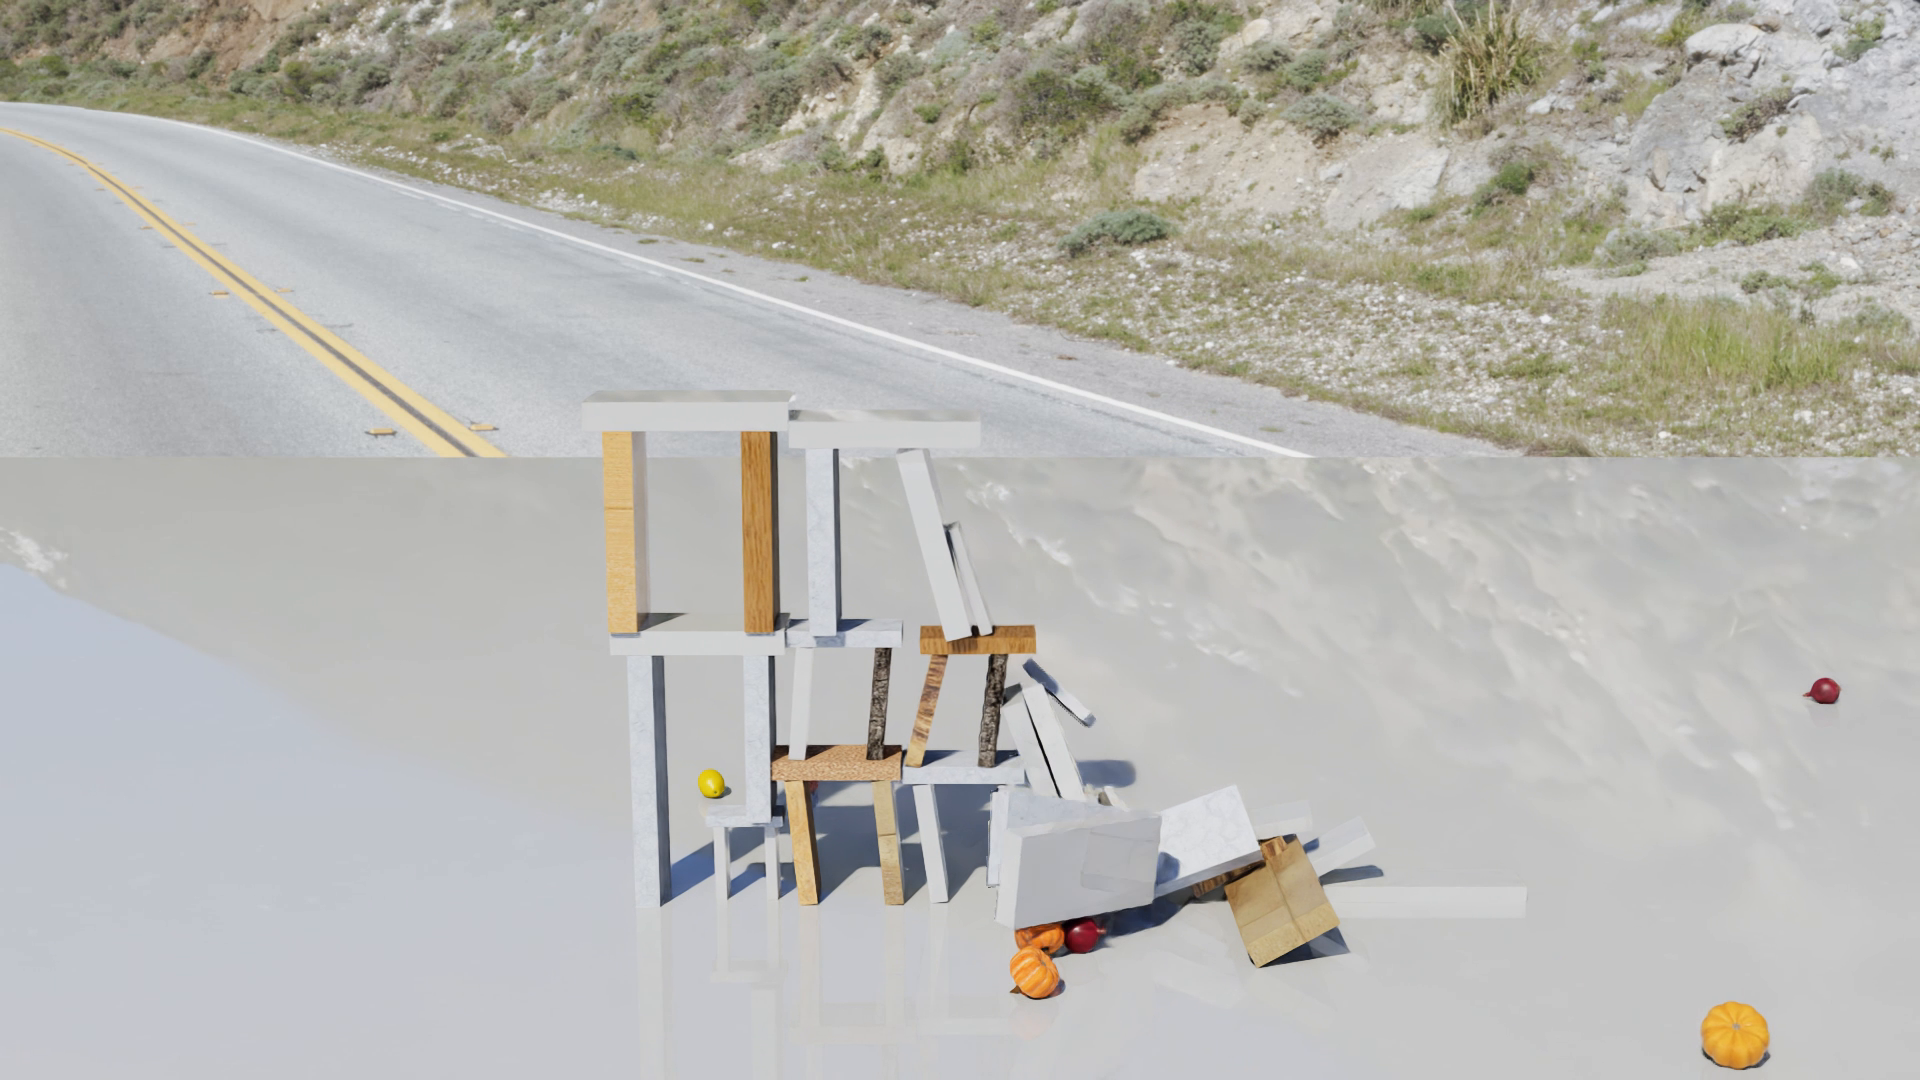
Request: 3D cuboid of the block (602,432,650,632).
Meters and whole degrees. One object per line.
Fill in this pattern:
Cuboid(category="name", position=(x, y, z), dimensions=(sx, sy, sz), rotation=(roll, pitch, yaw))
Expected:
Cuboid(category="block", position=(-0.539, -0.026, 3.558), dimensions=(0.046, 0.324, 0.162), rotation=(0, 11, 0))

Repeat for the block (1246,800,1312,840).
Cuboid(category="block", position=(0.496, 0.470, 3.644), dimensions=(0.171, 0.024, 0.086), rotation=(-12, 10, 10))

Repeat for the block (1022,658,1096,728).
Cuboid(category="block", position=(0.166, 0.256, 3.682), dimensions=(0.140, 0.020, 0.070), rotation=(42, -4, 18))

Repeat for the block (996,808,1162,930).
Cuboid(category="block", position=(0.186, 0.504, 3.382), dimensions=(0.288, 0.144, 0.041), rotation=(-2, 12, -39))

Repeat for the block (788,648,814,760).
Cuboid(category="block", position=(-0.259, 0.258, 3.608), dimensions=(0.027, 0.187, 0.094), rotation=(4, 10, -2))

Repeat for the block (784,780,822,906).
Cuboid(category="block", position=(-0.260, 0.486, 3.645), dimensions=(0.030, 0.211, 0.106), rotation=(-6, 10, 1))

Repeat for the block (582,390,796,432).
Cuboid(category="block", position=(-0.431, -0.208, 3.525), dimensions=(0.324, 0.046, 0.162), rotation=(0, 11, 0))

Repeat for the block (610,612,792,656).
Cuboid(category="block", position=(-0.421, 0.153, 3.592), dimensions=(0.280, 0.040, 0.140), rotation=(0, 11, 0))

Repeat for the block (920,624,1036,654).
Cuboid(category="block", position=(0.029, 0.163, 3.587), dimensions=(0.188, 0.027, 0.094), rotation=(0, 11, 0))

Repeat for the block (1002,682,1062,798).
Cuboid(category="block", position=(0.143, 0.410, 3.638), dimensions=(0.036, 0.335, 0.127), rotation=(-20, 10, 3))

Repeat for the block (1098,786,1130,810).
Cuboid(category="block", position=(0.261, 0.477, 3.717), dimensions=(0.020, 0.140, 0.070), rotation=(-34, 62, -20))

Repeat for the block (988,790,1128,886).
Cuboid(category="block", position=(0.176, 0.486, 3.472), dimensions=(0.288, 0.144, 0.041), rotation=(13, -18, -33))

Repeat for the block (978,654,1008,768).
Cuboid(category="block", position=(0.053, 0.269, 3.606), dimensions=(0.027, 0.188, 0.094), rotation=(7, 11, -1))

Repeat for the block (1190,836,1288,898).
Cuboid(category="block", position=(0.457, 0.528, 3.648), dimensions=(0.171, 0.024, 0.086), rotation=(-29, 9, 5))

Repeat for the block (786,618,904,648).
Cuboid(category="block", position=(-0.187, 0.152, 3.589), dimensions=(0.187, 0.027, 0.094), rotation=(0, 11, 0))

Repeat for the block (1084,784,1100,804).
Cuboid(category="block", position=(0.227, 0.454, 3.581), dimensions=(0.015, 0.106, 0.053), rotation=(-21, 9, 3))

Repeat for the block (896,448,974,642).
Cuboid(category="block", position=(-0.039, -0.005, 3.561), dimensions=(0.043, 0.312, 0.151), rotation=(-14, 10, 4))

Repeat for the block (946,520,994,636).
Cuboid(category="block", position=(0.017, 0.062, 3.573), dimensions=(0.020, 0.180, 0.070), rotation=(-17, 9, 5))

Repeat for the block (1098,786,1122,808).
Cuboid(category="block", position=(0.245, 0.451, 3.637), dimensions=(0.015, 0.053, 0.106), rotation=(-18, -23, -18))

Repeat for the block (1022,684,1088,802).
Cuboid(category="block", position=(0.169, 0.369, 3.635), dimensions=(0.036, 0.254, 0.127), rotation=(-21, -13, 3))

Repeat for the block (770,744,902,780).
Cuboid(category="block", position=(-0.202, 0.366, 3.623), dimensions=(0.211, 0.030, 0.106), rotation=(0, 11, 0))

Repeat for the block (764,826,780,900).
Cuboid(category="block", position=(-0.311, 0.528, 3.657), dimensions=(0.018, 0.126, 0.063), rotation=(-1, 11, 0))

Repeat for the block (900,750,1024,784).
Cuboid(category="block", position=(0.004, 0.375, 3.634), dimensions=(0.202, 0.029, 0.101), rotation=(0, 11, 0))

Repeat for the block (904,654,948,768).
Cuboid(category="block", position=(-0.055, 0.269, 3.607), dimensions=(0.027, 0.188, 0.094), rotation=(14, 10, -2))

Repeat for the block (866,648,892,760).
Cuboid(category="block", position=(-0.132, 0.258, 3.609), dimensions=(0.027, 0.187, 0.094), rotation=(5, 10, -1))

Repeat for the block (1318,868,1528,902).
Cuboid(category="block", position=(0.743, 0.576, 3.670), dimensions=(0.382, 0.027, 0.094), rotation=(0, 11, 0))

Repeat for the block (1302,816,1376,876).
Cuboid(category="block", position=(0.594, 0.526, 3.651), dimensions=(0.187, 0.027, 0.094), rotation=(-29, 9, 6))

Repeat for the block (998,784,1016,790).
Cuboid(category="block", position=(0.088, 0.489, 3.654), dimensions=(0.029, 0.202, 0.101), rotation=(-7, 10, 1))

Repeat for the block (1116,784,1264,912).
Cuboid(category="block", position=(0.354, 0.503, 3.598), dimensions=(0.254, 0.036, 0.127), rotation=(-21, 52, 5))

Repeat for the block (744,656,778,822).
Cuboid(category="block", position=(-0.328, 0.310, 3.621), dimensions=(0.040, 0.280, 0.140), rotation=(0, 11, 0))

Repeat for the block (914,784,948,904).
Cuboid(category="block", position=(-0.048, 0.489, 3.653), dimensions=(0.029, 0.202, 0.101), rotation=(-8, 10, 1))

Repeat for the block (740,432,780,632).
Cuboid(category="block", position=(-0.322, -0.026, 3.561), dimensions=(0.046, 0.324, 0.162), rotation=(0, 11, -1))

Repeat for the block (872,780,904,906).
Cuboid(category="block", position=(-0.118, 0.486, 3.646), dimensions=(0.030, 0.212, 0.106), rotation=(-6, 10, 1))

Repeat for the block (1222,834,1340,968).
Cuboid(category="block", position=(0.504, 0.565, 3.511), dimensions=(0.144, 0.041, 0.364), rotation=(-29, 9, 5))

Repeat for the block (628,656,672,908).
Cuboid(category="block", position=(-0.513, 0.381, 3.635), dimensions=(0.040, 0.424, 0.140), rotation=(0, 11, 0))

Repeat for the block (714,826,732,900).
Cuboid(category="block", position=(-0.395, 0.528, 3.657), dimensions=(0.018, 0.126, 0.063), rotation=(-1, 11, 0))

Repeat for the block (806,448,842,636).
Cuboid(category="block", position=(-0.219, -0.009, 3.555), dimensions=(0.043, 0.301, 0.151), rotation=(0, 11, 1))

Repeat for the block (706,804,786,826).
Cuboid(category="block", position=(-0.355, 0.457, 3.644), dimensions=(0.126, 0.018, 0.063), rotation=(0, 11, 0))

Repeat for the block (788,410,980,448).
Cuboid(category="block", position=(-0.118, -0.178, 3.525), dimensions=(0.301, 0.043, 0.151), rotation=(0, 11, 0))
